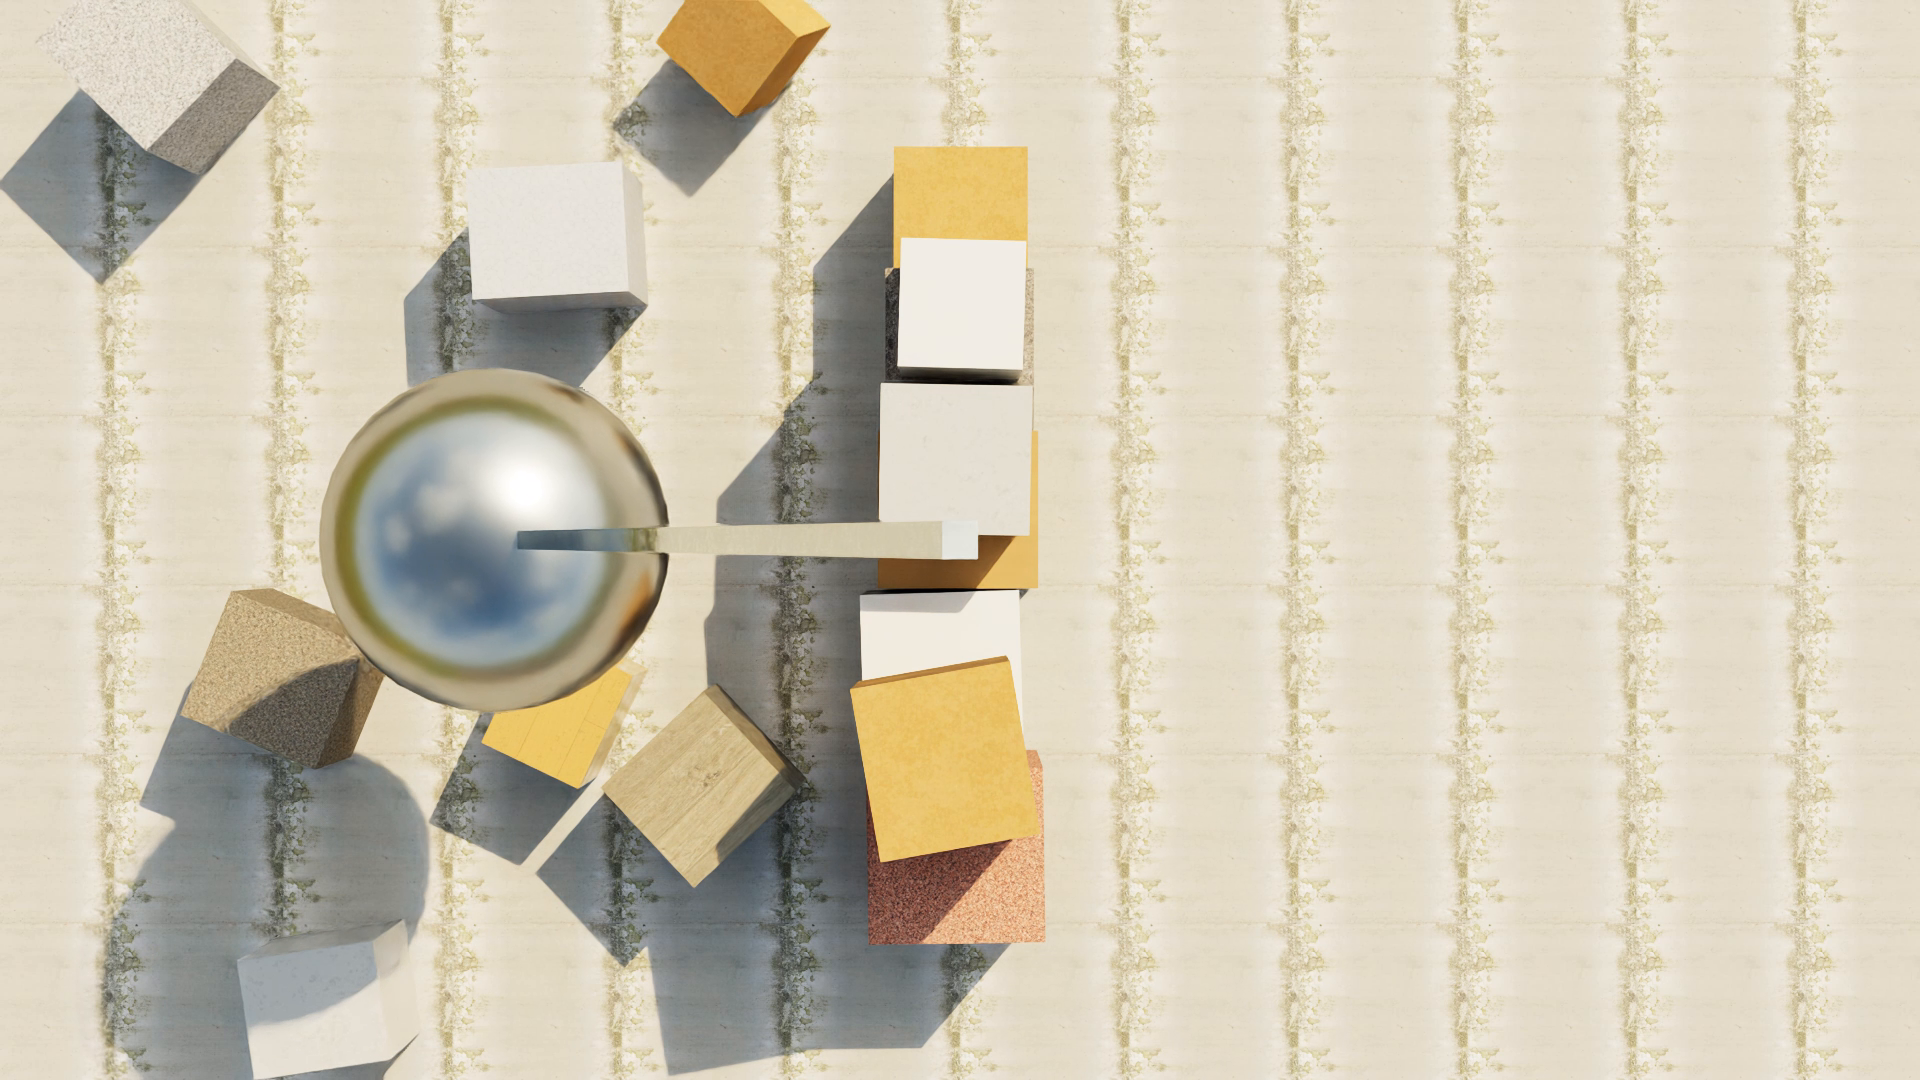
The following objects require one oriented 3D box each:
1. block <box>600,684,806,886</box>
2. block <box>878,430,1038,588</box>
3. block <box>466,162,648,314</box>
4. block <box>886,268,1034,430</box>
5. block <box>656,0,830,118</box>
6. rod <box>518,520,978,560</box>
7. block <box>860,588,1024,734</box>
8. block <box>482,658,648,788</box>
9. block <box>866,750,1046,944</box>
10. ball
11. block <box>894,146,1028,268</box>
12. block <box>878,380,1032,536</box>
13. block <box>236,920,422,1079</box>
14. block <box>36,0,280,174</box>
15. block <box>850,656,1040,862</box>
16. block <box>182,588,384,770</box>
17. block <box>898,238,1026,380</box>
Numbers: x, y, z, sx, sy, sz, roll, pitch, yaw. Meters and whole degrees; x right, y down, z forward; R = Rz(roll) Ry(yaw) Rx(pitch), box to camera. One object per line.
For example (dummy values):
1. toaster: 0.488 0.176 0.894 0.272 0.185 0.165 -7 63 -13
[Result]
1. block: -1.460 1.393 12.637 0.786 0.726 0.767 -43 90 0
2. block: -0.011 -0.168 12.573 0.886 0.854 0.871 0 90 0
3. block: -2.293 -1.720 12.607 0.868 0.786 0.722 -3 90 0
4. block: -0.002 -1.055 12.547 0.817 0.907 0.884 0 90 0
5. block: -1.242 -2.905 12.626 0.632 0.528 0.608 43 116 0
6. rod: -0.931 0.000 7.036 0.080 5.200 0.080 0 90 -21
7. block: -0.100 0.764 12.507 0.869 0.986 0.954 -2 90 0
8. block: -2.262 0.949 12.670 0.603 0.659 0.704 26 90 0
9. block: -0.023 1.725 12.502 0.966 0.996 0.956 -1 90 0
10. ball: -2.149 0.000 10.210 1.600 1.600 1.600 0 90 0
11. block: 0.004 -1.852 12.640 0.747 0.720 0.690 0 90 0
12. block: -0.024 -0.452 11.778 0.787 0.659 0.780 1 96 0
13. block: -3.613 2.629 12.644 0.767 0.712 0.672 -9 90 0
14. block: -4.571 -2.716 12.594 0.862 0.811 0.719 44 90 0
15. block: -0.074 1.127 11.555 0.821 0.901 0.885 -10 89 0
16. block: -3.832 0.783 12.634 0.812 0.733 0.746 22 90 0
17. block: 0.010 -1.222 11.731 0.647 0.725 0.663 2 90 0
